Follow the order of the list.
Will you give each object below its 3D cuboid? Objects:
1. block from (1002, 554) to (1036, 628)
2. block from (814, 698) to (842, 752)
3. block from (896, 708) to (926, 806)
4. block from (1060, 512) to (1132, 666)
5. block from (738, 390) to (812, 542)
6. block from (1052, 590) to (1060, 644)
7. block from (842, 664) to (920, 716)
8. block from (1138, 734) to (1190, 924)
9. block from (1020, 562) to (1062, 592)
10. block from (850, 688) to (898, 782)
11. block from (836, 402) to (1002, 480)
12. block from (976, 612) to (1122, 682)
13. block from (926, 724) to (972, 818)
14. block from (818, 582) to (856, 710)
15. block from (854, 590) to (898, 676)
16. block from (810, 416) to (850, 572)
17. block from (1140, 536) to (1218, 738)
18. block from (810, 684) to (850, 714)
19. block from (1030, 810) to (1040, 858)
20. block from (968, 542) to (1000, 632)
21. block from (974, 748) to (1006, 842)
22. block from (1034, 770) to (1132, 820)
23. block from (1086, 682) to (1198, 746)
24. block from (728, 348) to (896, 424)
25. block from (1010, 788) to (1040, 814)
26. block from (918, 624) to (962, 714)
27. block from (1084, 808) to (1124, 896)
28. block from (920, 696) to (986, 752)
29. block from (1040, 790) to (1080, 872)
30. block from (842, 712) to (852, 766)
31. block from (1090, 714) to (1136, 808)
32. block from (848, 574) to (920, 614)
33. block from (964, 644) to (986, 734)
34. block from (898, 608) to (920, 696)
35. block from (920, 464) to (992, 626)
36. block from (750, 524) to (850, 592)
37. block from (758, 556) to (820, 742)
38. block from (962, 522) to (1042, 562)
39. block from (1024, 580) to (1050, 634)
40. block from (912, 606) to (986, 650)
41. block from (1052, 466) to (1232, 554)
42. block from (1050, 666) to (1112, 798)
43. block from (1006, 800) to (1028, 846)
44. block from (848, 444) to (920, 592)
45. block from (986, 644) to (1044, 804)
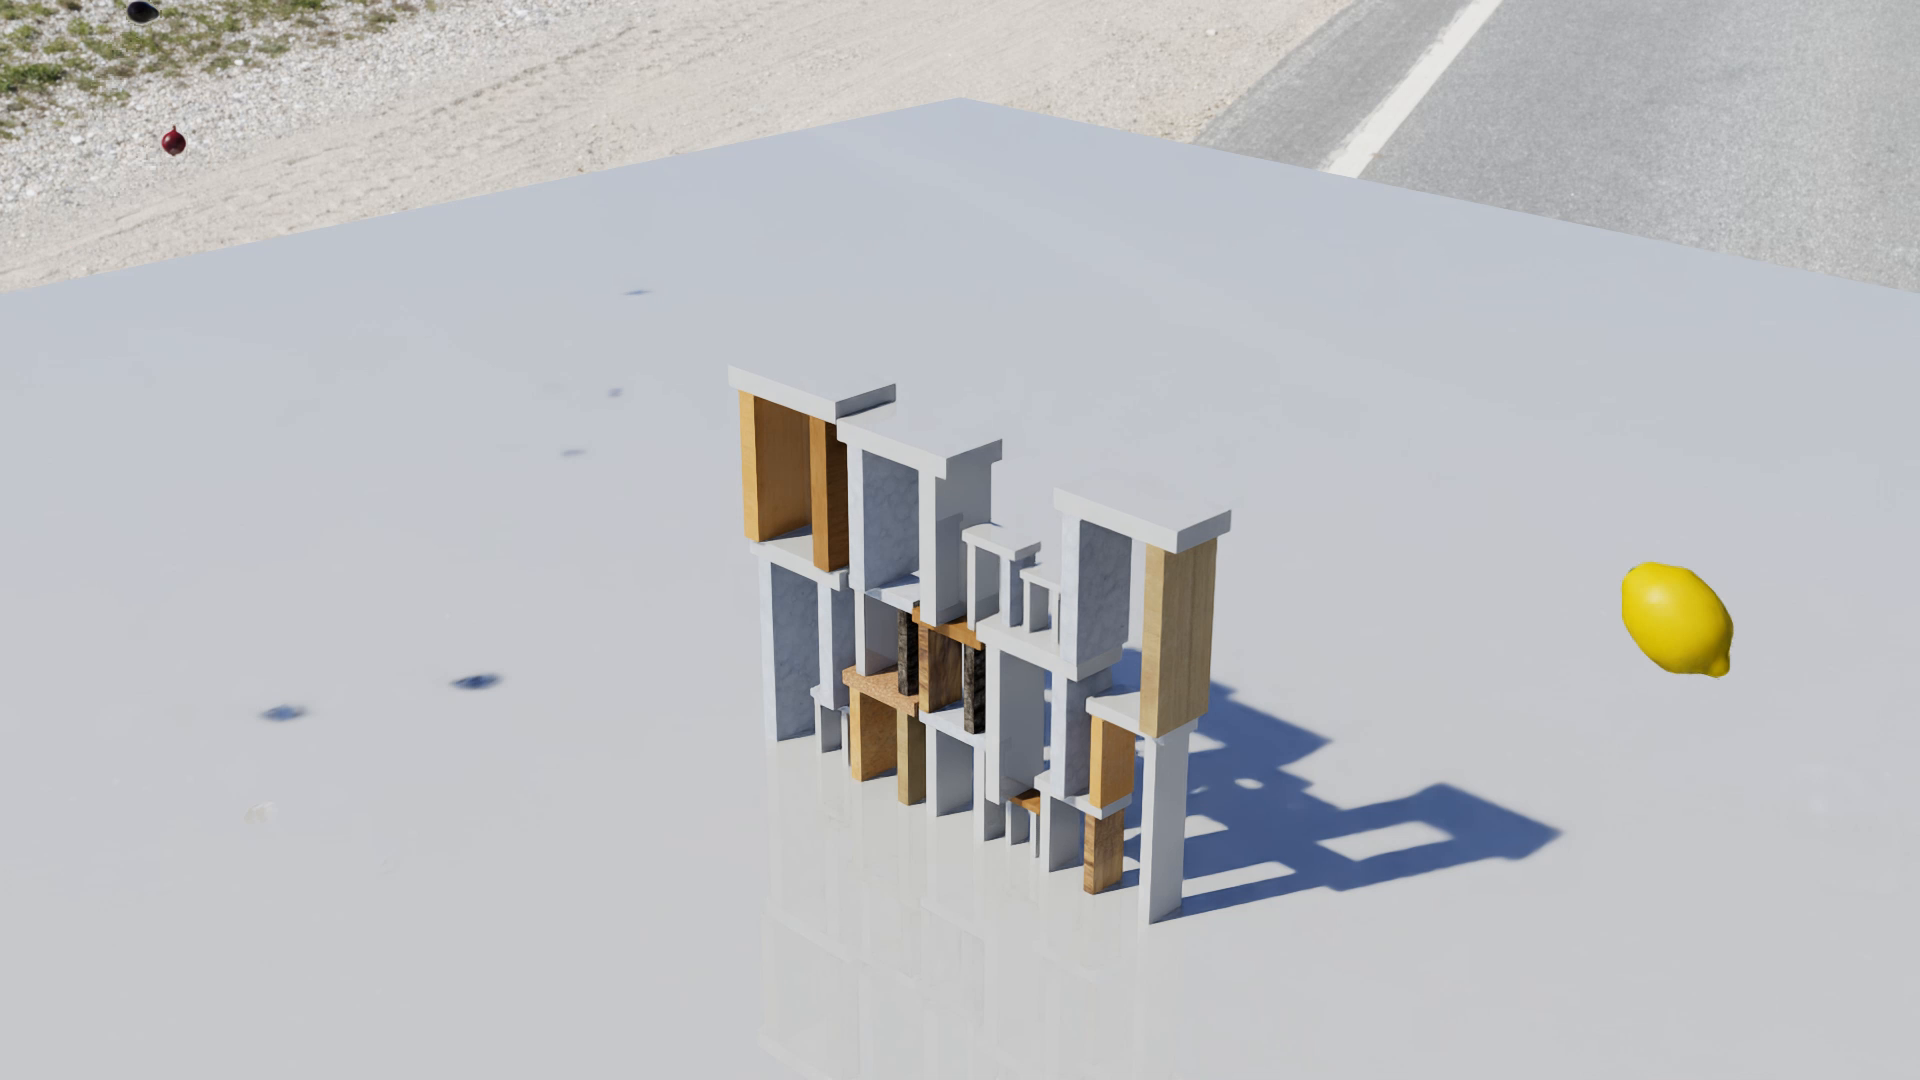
[{"bbox_3d":[0.110,0.088,4.133,0.020,0.139,0.070,21,31,40],"label":"block"},{"bbox_3d":[-0.279,0.386,4.690,0.018,0.126,0.063,21,31,41],"label":"block"},{"bbox_3d":[-0.079,0.426,4.485,0.030,0.212,0.106,21,31,41],"label":"block"},{"bbox_3d":[0.247,0.069,3.987,0.144,0.288,0.041,-21,31,-41],"label":"block"},{"bbox_3d":[-0.376,-0.172,4.566,0.046,0.324,0.162,21,31,41],"label":"block"},{"bbox_3d":[0.193,0.135,4.064,0.015,0.106,0.053,21,31,40],"label":"block"},{"bbox_3d":[-0.129,0.296,4.484,0.106,0.030,0.211,-21,31,-41],"label":"block"},{"bbox_3d":[0.374,0.521,4.042,0.094,0.382,0.027,-21,31,-41],"label":"block"},{"bbox_3d":[0.168,0.070,4.062,0.106,0.015,0.053,21,31,40],"label":"block"},{"bbox_3d":[-0.179,0.387,4.577,0.030,0.211,0.106,21,31,41],"label":"block"},{"bbox_3d":[-0.079,-0.194,4.225,0.301,0.043,0.151,21,31,41],"label":"block"},{"bbox_3d":[0.166,0.189,4.119,0.254,0.036,0.127,21,31,40],"label":"block"},{"bbox_3d":[-0.022,0.449,4.443,0.029,0.202,0.101,21,31,41],"label":"block"},{"bbox_3d":[-0.227,0.200,4.562,0.040,0.280,0.140,21,31,41],"label":"block"},{"bbox_3d":[-0.170,0.177,4.487,0.027,0.187,0.094,21,31,41],"label":"block"},{"bbox_3d":[-0.223,-0.113,4.425,0.046,0.324,0.162,21,31,41],"label":"block"},{"bbox_3d":[0.384,0.158,3.875,0.144,0.364,0.041,-21,31,-41],"label":"block"},{"bbox_3d":[-0.249,0.331,4.635,0.063,0.018,0.126,-21,31,-41],"label":"block"},{"bbox_3d":[0.160,0.567,4.297,0.014,0.100,0.050,21,31,41],"label":"block"},{"bbox_3d":[0.046,0.080,4.203,0.070,0.180,0.020,-21,31,-41],"label":"block"},{"bbox_3d":[0.073,0.487,4.356,0.029,0.202,0.101,21,31,41],"label":"block"},{"bbox_3d":[0.233,0.475,4.173,0.086,0.024,0.171,-21,31,-41],"label":"block"},{"bbox_3d":[0.330,0.316,4.003,0.094,0.027,0.187,-21,31,-41],"label":"block"},{"bbox_3d":[-0.299,-0.313,4.423,0.324,0.046,0.162,21,31,41],"label":"block"},{"bbox_3d":[0.136,0.505,4.297,0.100,0.014,0.050,21,31,40],"label":"block"},{"bbox_3d":[-0.039,0.242,4.362,0.027,0.188,0.094,21,31,41],"label":"block"},{"bbox_3d":[0.274,0.580,4.174,0.024,0.171,0.085,21,31,41],"label":"block"},{"bbox_3d":[0.025,0.362,4.355,0.202,0.029,0.101,21,31,41],"label":"block"},{"bbox_3d":[0.193,0.549,4.249,0.085,0.171,0.024,-21,31,-41],"label":"block"},{"bbox_3d":[-0.220,0.409,4.636,0.018,0.126,0.063,21,31,41],"label":"block"},{"bbox_3d":[0.284,0.397,4.085,0.094,0.187,0.027,-21,31,-40],"label":"block"},{"bbox_3d":[-0.126,0.095,4.405,0.187,0.027,0.094,21,31,41],"label":"block"},{"bbox_3d":[0.050,0.276,4.280,0.027,0.188,0.094,21,31,41],"label":"block"},{"bbox_3d":[-0.081,0.211,4.406,0.027,0.187,0.094,21,31,41],"label":"block"},{"bbox_3d":[-0.008,-0.003,4.229,0.043,0.312,0.151,21,31,41],"label":"block"},{"bbox_3d":[-0.292,0.027,4.561,0.280,0.040,0.140,21,31,41],"label":"block"},{"bbox_3d":[-0.359,0.215,4.712,0.040,0.424,0.140,21,31,41],"label":"block"},{"bbox_3d":[0.078,0.001,4.133,0.070,0.020,0.140,-21,30,-40],"label":"block"},{"bbox_3d":[0.143,0.116,4.109,0.015,0.106,0.053,21,31,40],"label":"block"},{"bbox_3d":[0.006,0.160,4.279,0.188,0.027,0.094,21,31,41],"label":"block"},{"bbox_3d":[0.317,-0.055,3.859,0.144,0.041,0.288,-21,31,-40],"label":"block"},{"bbox_3d":[0.227,0.346,4.121,0.036,0.254,0.127,21,31,40],"label":"block"},{"bbox_3d":[0.112,0.548,4.340,0.014,0.100,0.050,21,31,41],"label":"block"},{"bbox_3d":[-0.151,-0.063,4.358,0.043,0.301,0.151,21,31,41],"label":"block"},{"bbox_3d":[0.107,0.336,4.247,0.036,0.335,0.127,21,31,40],"label":"block"}]
